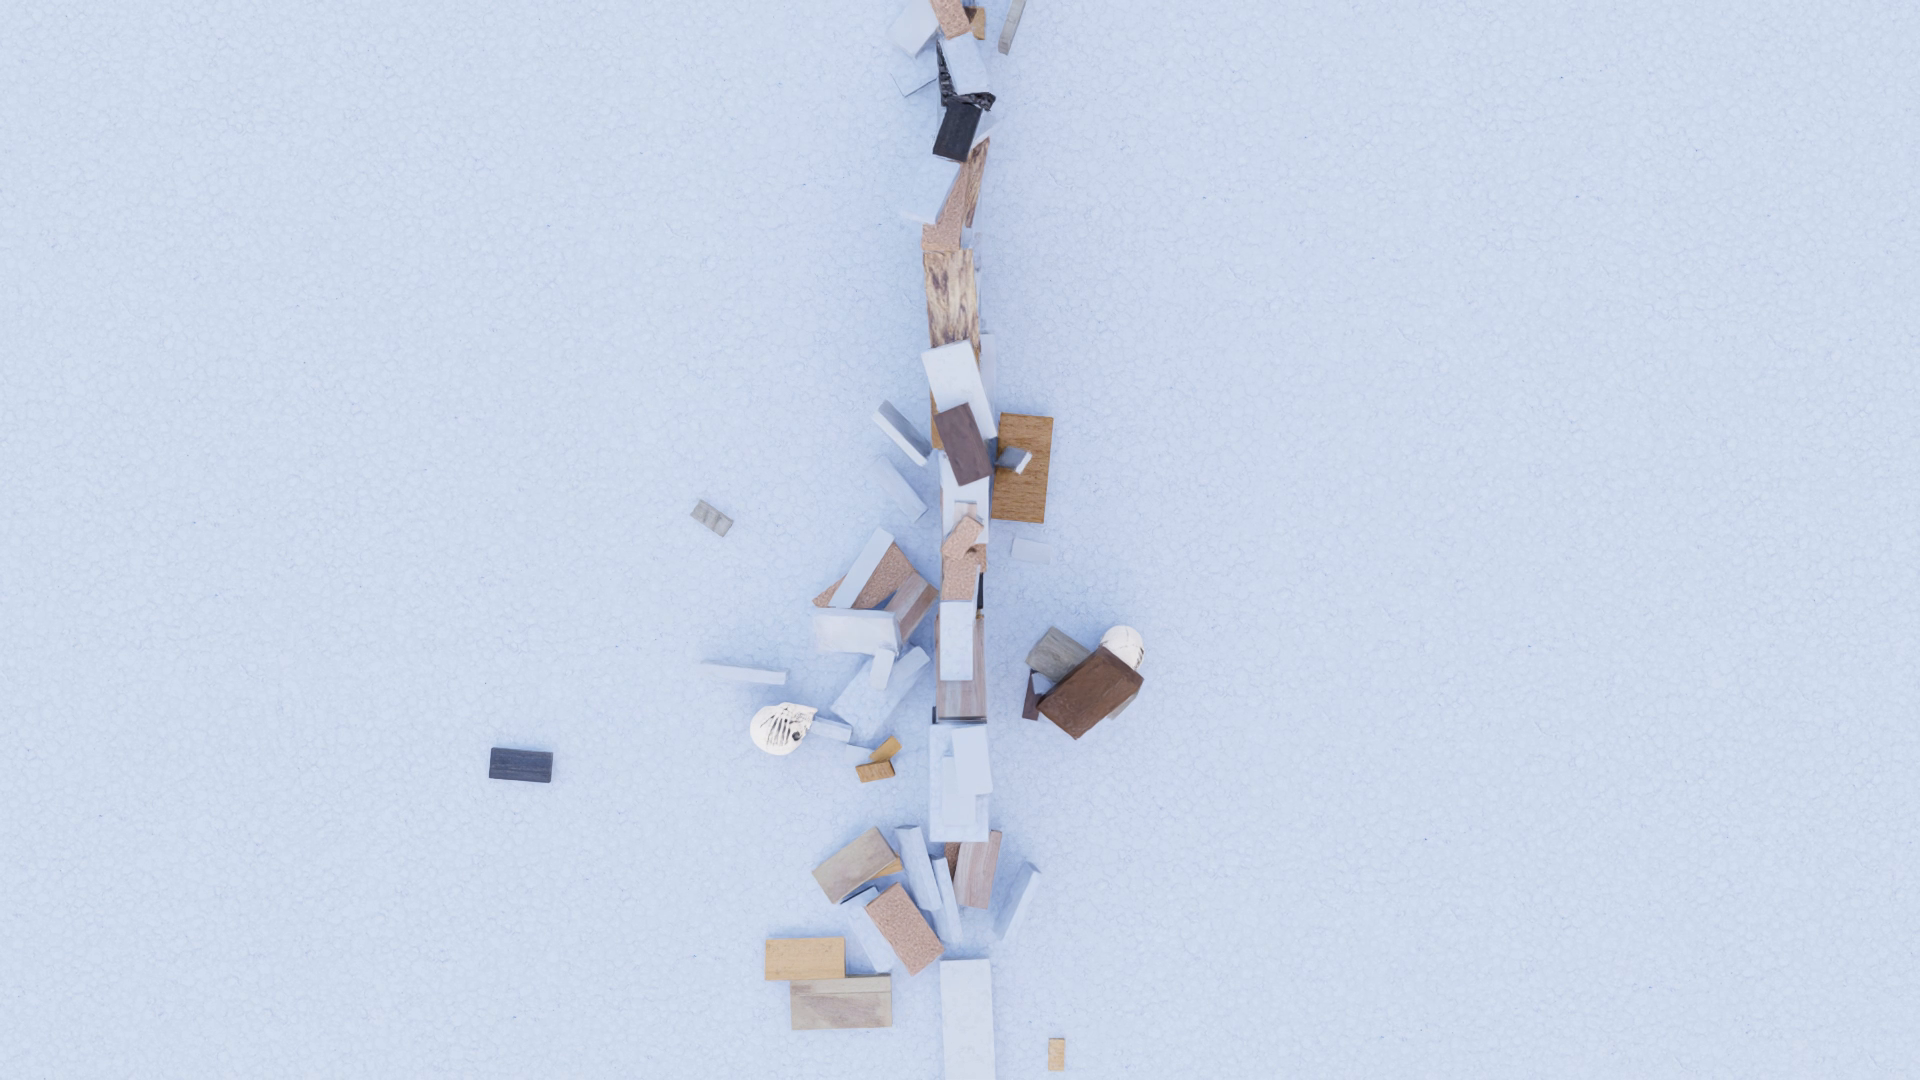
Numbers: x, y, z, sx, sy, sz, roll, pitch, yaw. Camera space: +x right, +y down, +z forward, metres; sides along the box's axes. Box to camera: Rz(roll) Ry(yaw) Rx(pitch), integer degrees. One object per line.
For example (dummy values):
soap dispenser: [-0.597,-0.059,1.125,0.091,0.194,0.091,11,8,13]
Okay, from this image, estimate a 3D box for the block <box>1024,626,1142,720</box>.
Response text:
block: [0.401,0.437,5.392,0.352,0.176,0.050,34,49,-1]

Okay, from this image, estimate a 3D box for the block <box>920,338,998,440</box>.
block: [0.000,-0.456,5.145,0.157,0.044,0.313,-14,107,10]

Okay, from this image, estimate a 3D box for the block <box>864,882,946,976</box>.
block: [-0.183,1.285,5.450,0.138,0.039,0.275,-35,92,-20]

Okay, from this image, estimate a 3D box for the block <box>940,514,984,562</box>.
block: [0.006,-0.005,5.192,0.072,0.020,0.143,34,106,-12]

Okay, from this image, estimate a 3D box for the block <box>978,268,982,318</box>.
block: [0.004,-0.764,5.435,0.131,0.037,0.261,0,101,0]

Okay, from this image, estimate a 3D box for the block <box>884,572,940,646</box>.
block: [-0.175,0.231,5.437,0.115,0.033,0.230,38,83,-9]

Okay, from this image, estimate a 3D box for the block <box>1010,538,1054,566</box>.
block: [0.239,0.037,5.491,0.132,0.019,0.066,12,90,0]

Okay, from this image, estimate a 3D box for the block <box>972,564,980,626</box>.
block: [0.006,0.174,5.297,0.100,0.028,0.201,5,94,-1]

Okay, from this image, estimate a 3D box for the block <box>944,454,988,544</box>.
block: [0.019,-0.129,5.202,0.141,0.040,0.283,0,110,0]

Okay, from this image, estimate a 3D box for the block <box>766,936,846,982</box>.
block: [-0.512,1.387,5.459,0.262,0.037,0.131,-2,69,0]

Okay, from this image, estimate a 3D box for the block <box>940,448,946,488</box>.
block: [0.009,-0.159,5.277,0.141,0.040,0.283,-1,112,0]

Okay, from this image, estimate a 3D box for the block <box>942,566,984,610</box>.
block: [0.009,0.094,5.376,0.132,0.037,0.264,-1,71,0]

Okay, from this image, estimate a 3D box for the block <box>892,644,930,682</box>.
block: [-0.165,0.408,5.444,0.123,0.017,0.062,-38,90,0]

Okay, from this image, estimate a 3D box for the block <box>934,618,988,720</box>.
block: [0.002,0.414,5.308,0.158,0.045,0.316,-2,76,-1]

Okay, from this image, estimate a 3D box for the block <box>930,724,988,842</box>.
block: [-0.003,0.754,5.124,0.179,0.051,0.357,0,84,0]

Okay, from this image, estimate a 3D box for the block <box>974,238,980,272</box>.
block: [0.001,-1.007,5.406,0.130,0.037,0.261,2,75,0]

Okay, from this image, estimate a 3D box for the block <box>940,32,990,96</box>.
block: [0.015,-1.560,5.400,0.109,0.031,0.219,-11,68,-13]

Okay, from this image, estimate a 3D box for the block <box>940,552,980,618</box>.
block: [0.002,0.126,5.438,0.132,0.037,0.264,1,70,0]

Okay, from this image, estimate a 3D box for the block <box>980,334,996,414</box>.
block: [0.033,-0.500,5.271,0.155,0.044,0.310,1,94,0]

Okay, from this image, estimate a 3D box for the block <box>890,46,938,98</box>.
block: [-0.128,-1.559,5.487,0.187,0.027,0.094,-30,90,0]

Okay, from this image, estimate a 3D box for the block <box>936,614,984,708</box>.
block: [0.001,0.396,5.402,0.158,0.045,0.316,0,60,0]

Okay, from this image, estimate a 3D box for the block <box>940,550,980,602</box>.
block: [-0.002,0.131,5.265,0.100,0.028,0.201,8,94,-1]

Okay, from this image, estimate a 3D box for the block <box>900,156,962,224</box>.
block: [-0.092,-1.108,5.226,0.118,0.034,0.237,15,62,14]

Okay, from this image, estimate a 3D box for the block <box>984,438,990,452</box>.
block: [0.015,-0.271,5.329,0.155,0.044,0.311,1,94,0]

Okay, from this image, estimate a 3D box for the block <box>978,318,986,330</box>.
block: [0.025,-0.629,5.354,0.094,0.027,0.188,9,104,-2]

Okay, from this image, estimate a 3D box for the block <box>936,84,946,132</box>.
block: [-0.005,-1.376,5.479,0.145,0.041,0.291,1,90,0]

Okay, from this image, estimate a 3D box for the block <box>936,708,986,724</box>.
block: [0.002,0.562,5.356,0.158,0.316,0.045,0,123,0]

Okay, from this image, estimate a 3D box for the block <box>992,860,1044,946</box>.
block: [0.189,1.194,5.433,0.036,0.128,0.257,24,90,-15]

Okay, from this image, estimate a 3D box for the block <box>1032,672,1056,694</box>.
block: [0.307,0.471,5.472,0.134,0.019,0.067,-5,79,-10]

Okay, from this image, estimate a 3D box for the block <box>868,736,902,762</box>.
block: [-0.247,0.703,5.477,0.105,0.015,0.053,-43,104,-10]

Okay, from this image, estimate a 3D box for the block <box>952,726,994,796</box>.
block: [0.038,0.678,5.062,0.103,0.029,0.205,-7,84,-1]

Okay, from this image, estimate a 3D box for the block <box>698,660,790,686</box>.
block: [-0.709,0.437,5.429,0.283,0.141,0.040,7,90,0]

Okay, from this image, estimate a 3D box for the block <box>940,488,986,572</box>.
block: [0.013,-0.032,5.285,0.141,0.040,0.283,-2,112,0]

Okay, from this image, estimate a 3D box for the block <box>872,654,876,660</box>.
block: [-0.274,0.341,5.449,0.060,0.017,0.121,-25,67,12]

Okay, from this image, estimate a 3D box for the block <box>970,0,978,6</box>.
block: [0.034,-1.824,5.444,0.015,0.054,0.107,-19,133,-5]

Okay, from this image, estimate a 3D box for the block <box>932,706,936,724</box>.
block: [-0.002,0.653,5.327,0.179,0.357,0.051,0,115,0]

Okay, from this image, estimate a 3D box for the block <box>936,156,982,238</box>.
block: [-0.002,-1.132,5.400,0.145,0.041,0.291,-1,75,0]

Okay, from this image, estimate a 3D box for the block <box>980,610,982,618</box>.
block: [0.003,0.282,5.419,0.132,0.037,0.264,0,61,0]

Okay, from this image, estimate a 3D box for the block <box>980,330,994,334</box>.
block: [0.022,-0.463,5.357,0.155,0.044,0.432,3,104,-1]

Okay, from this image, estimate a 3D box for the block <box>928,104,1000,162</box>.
block: [0.016,-1.321,5.347,0.113,0.032,0.226,38,62,19]

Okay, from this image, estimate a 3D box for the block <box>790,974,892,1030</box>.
block: [-0.394,1.533,5.476,0.333,0.047,0.167,-2,90,0]

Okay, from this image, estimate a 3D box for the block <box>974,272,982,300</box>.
block: [0.015,-0.781,5.367,0.094,0.027,0.188,5,89,-1]
